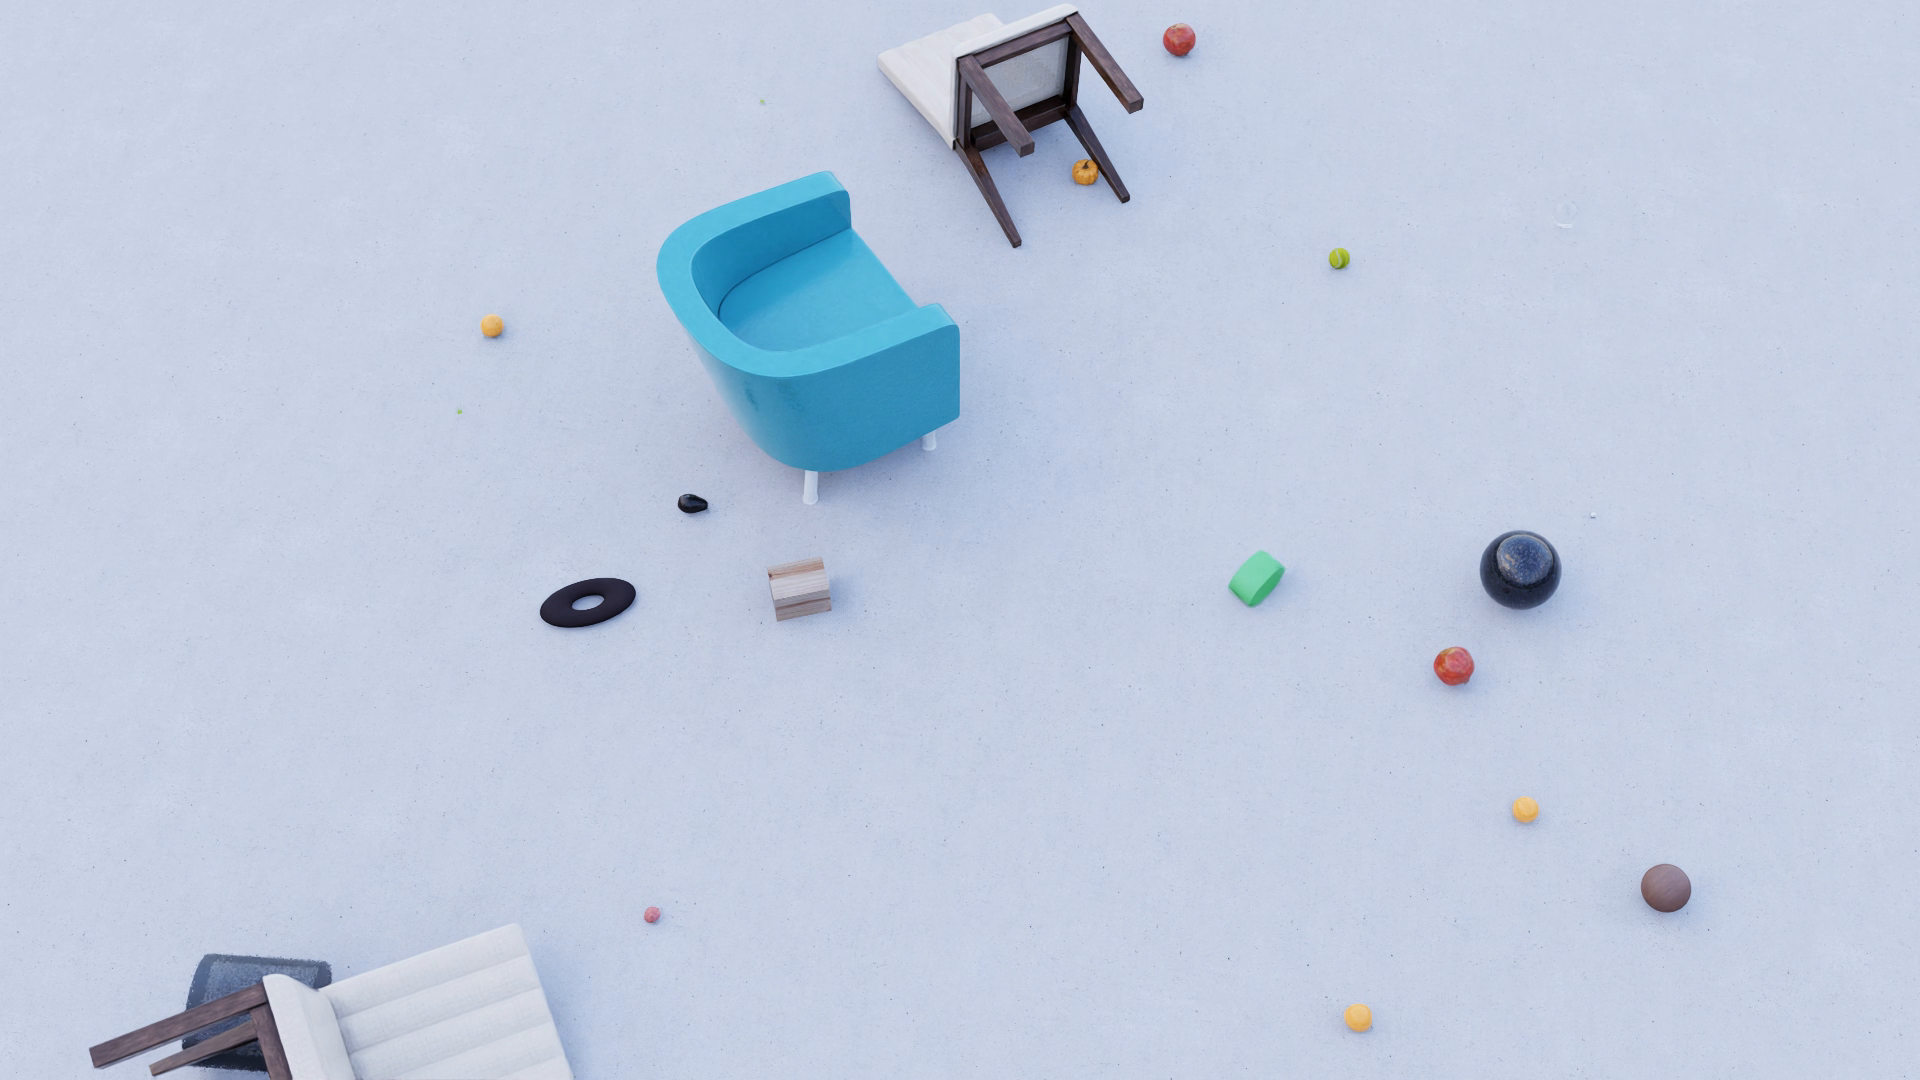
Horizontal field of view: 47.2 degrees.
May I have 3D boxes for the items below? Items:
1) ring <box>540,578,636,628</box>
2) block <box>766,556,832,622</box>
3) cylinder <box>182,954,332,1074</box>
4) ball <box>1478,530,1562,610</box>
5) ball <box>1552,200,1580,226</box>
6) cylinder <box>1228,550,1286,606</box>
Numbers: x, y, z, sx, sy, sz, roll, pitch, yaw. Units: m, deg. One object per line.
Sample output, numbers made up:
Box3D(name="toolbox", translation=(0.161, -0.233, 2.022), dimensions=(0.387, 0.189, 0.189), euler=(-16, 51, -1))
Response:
Box3D(name="ring", translation=(-1.088, 0.183, 6.428), dimensions=(0.285, 0.040, 0.152), euler=(-15, 58, -10))
Box3D(name="block", translation=(-0.468, 0.143, 6.406), dimensions=(0.162, 0.119, 0.116), euler=(-11, 57, -8))
Box3D(name="cylinder", translation=(-1.800, 1.215, 5.641), dimensions=(0.308, 0.191, 0.289), euler=(3, 66, 2))
Box3D(name="ball", translation=(1.625, 0.087, 6.375), dimensions=(0.234, 0.234, 0.234), euler=(0, 56, 0))
Box3D(name="ball", translation=(1.996, -1.075, 7.244), dimensions=(0.085, 0.085, 0.085), euler=(0, 56, 0))
Box3D(name="cylinder", translation=(0.869, 0.111, 6.433), dimensions=(0.154, 0.106, 0.084), euler=(-46, 66, -7))
